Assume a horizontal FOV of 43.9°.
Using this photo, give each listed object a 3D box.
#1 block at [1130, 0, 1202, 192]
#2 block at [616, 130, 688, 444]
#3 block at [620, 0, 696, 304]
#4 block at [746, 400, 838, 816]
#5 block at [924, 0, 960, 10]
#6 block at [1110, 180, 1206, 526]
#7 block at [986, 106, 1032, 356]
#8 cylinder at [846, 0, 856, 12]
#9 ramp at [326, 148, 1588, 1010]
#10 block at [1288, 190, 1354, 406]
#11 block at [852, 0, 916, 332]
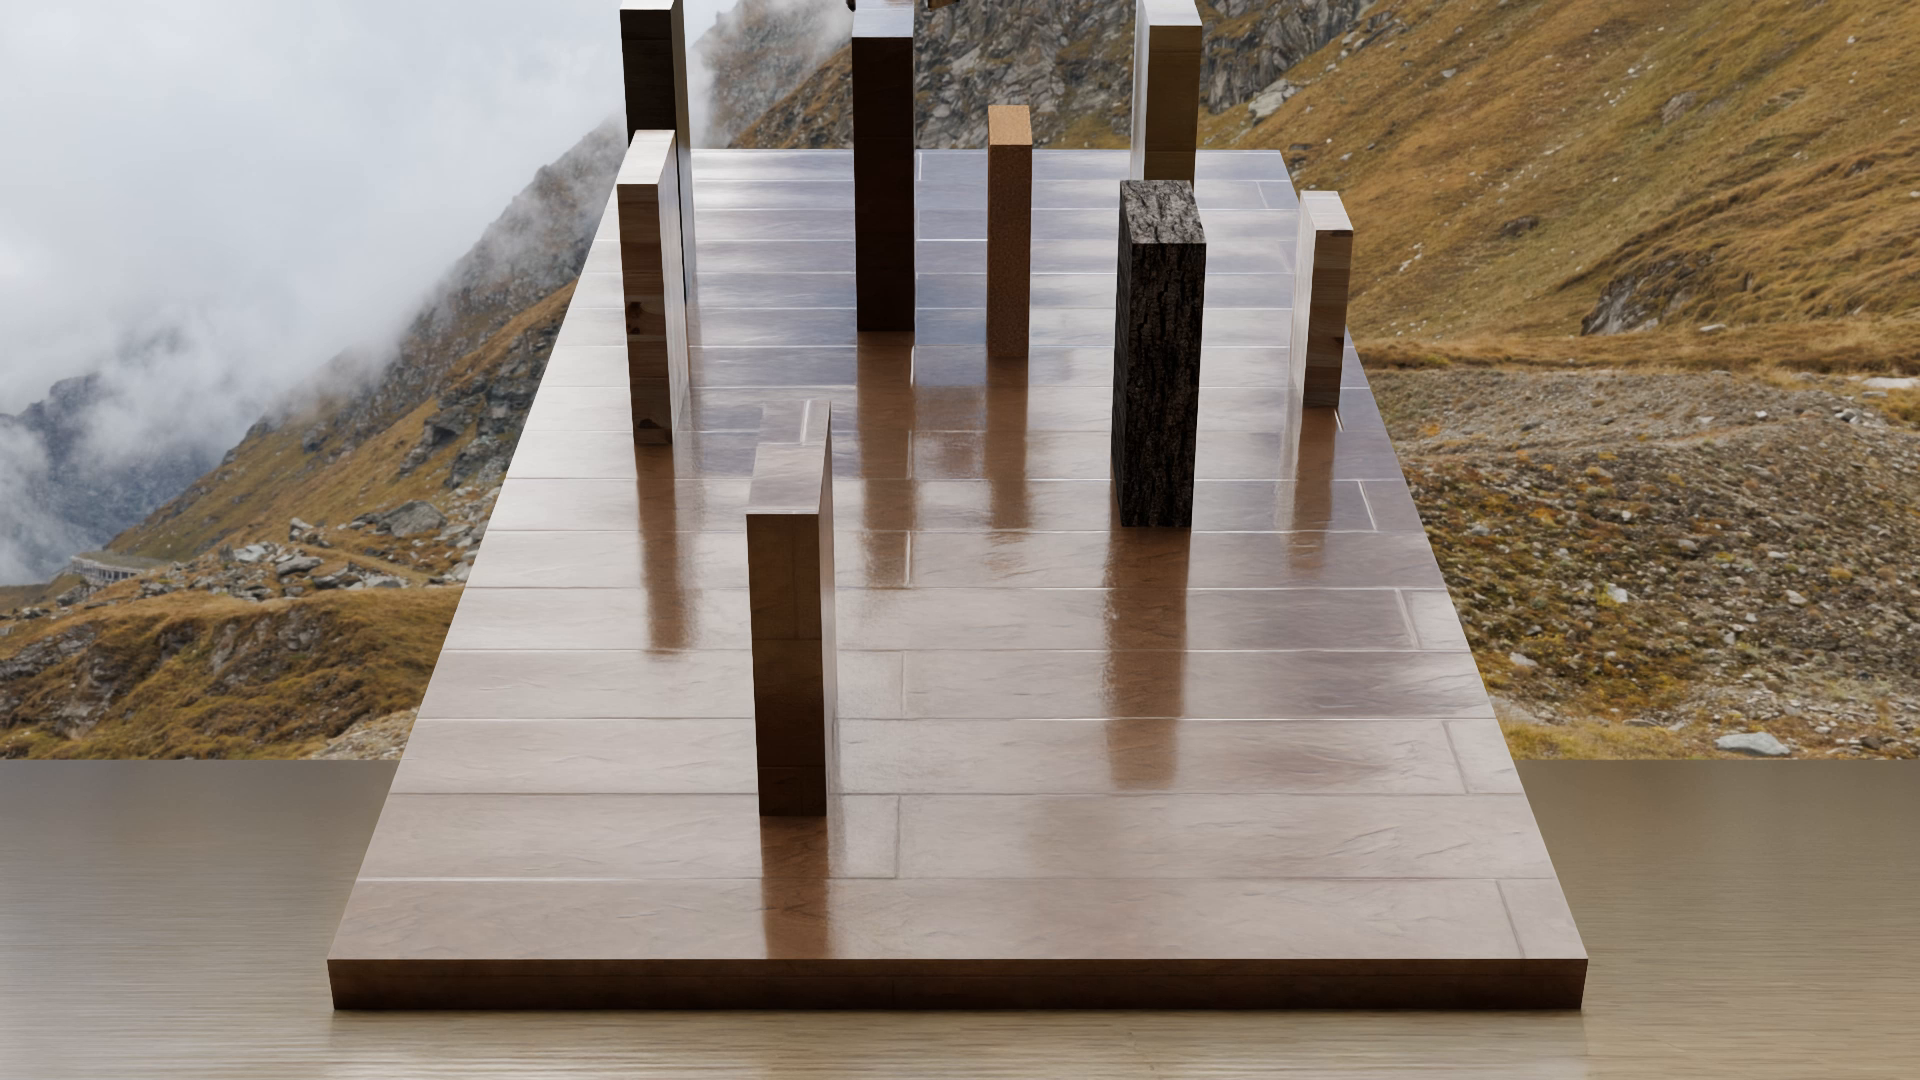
[{"bbox_3d":[0.519,-1.005,6.124,0.127,0.768,0.439,0,28,0],"label":"block"},{"bbox_3d":[-0.702,-0.583,5.472,0.089,0.623,0.372,0,28,0],"label":"block"},{"bbox_3d":[-0.774,-1.024,6.146,0.125,0.775,0.285,0,28,0],"label":"block"},{"bbox_3d":[-0.289,0.115,4.186,0.117,0.588,0.443,0,28,0],"label":"block"},{"bbox_3d":[-0.046,-1.617,6.635,0.172,0.172,0.172,-21,-38,-7],"label":"block"},{"bbox_3d":[0.420,-0.402,5.114,0.150,0.642,0.384,0,28,0],"label":"block"},{"bbox_3d":[0.120,-0.767,5.909,0.100,0.545,0.306,0,28,0],"label":"block"},{"bbox_3d":[-0.239,-1.590,6.898,0.156,0.156,0.156,2,9,-19],"label":"cylinder"},{"bbox_3d":[-0.011,-0.224,5.569,2.000,0.100,4.000,0,28,0],"label":"ramp"},{"bbox_3d":[0.855,-0.575,5.660,0.086,0.441,0.264,0,28,0],"label":"block"},{"bbox_3d":[-0.187,-0.950,6.026,0.146,0.759,0.364,0,28,0],"label":"block"}]
